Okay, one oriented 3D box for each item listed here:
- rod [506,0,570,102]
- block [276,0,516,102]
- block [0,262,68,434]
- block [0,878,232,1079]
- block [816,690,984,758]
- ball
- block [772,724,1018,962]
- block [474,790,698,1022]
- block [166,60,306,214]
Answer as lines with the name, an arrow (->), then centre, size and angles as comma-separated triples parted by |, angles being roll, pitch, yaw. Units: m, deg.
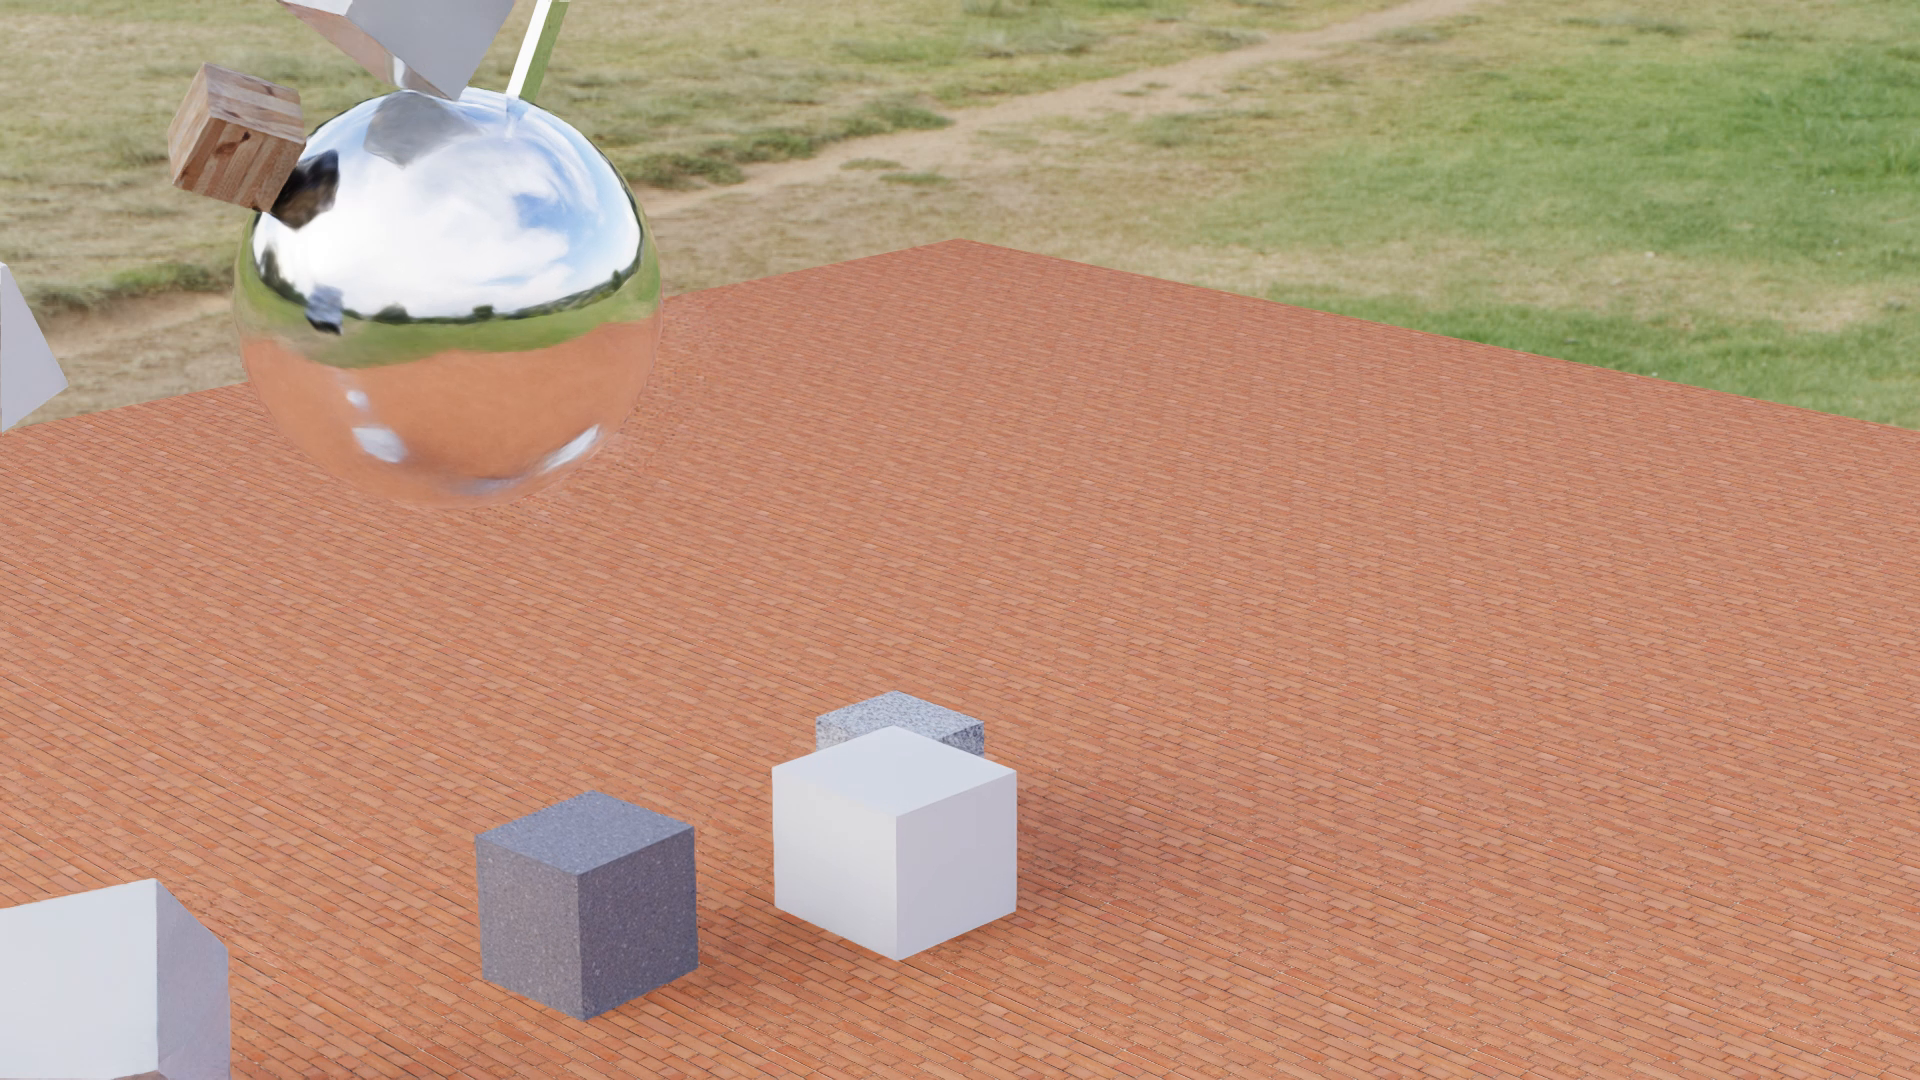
rod -> -0.831, -4.129, 11.173 | 0.080, 5.200, 0.080 | 17, -3, 42
block -> -2.016, -1.979, 10.552 | 0.495, 0.513, 0.567 | 21, -11, 44
block -> -3.372, -0.616, 9.632 | 0.530, 0.484, 0.509 | 18, 49, 39
block -> -3.108, 1.773, 10.745 | 0.629, 0.717, 0.740 | -12, 60, 3
block -> -0.285, 1.099, 13.981 | 0.523, 0.519, 0.610 | -17, 24, -42
ball -> -1.918, -0.910, 11.046 | 1.600, 1.600, 1.600 | 0, 17, 0
block -> -0.288, 1.328, 12.998 | 0.737, 0.672, 0.790 | -17, 24, -42
block -> -1.570, 1.532, 12.375 | 0.624, 0.657, 0.666 | 14, 22, 38
block -> -2.583, -1.436, 10.464 | 0.359, 0.340, 0.308 | 15, 40, -33
